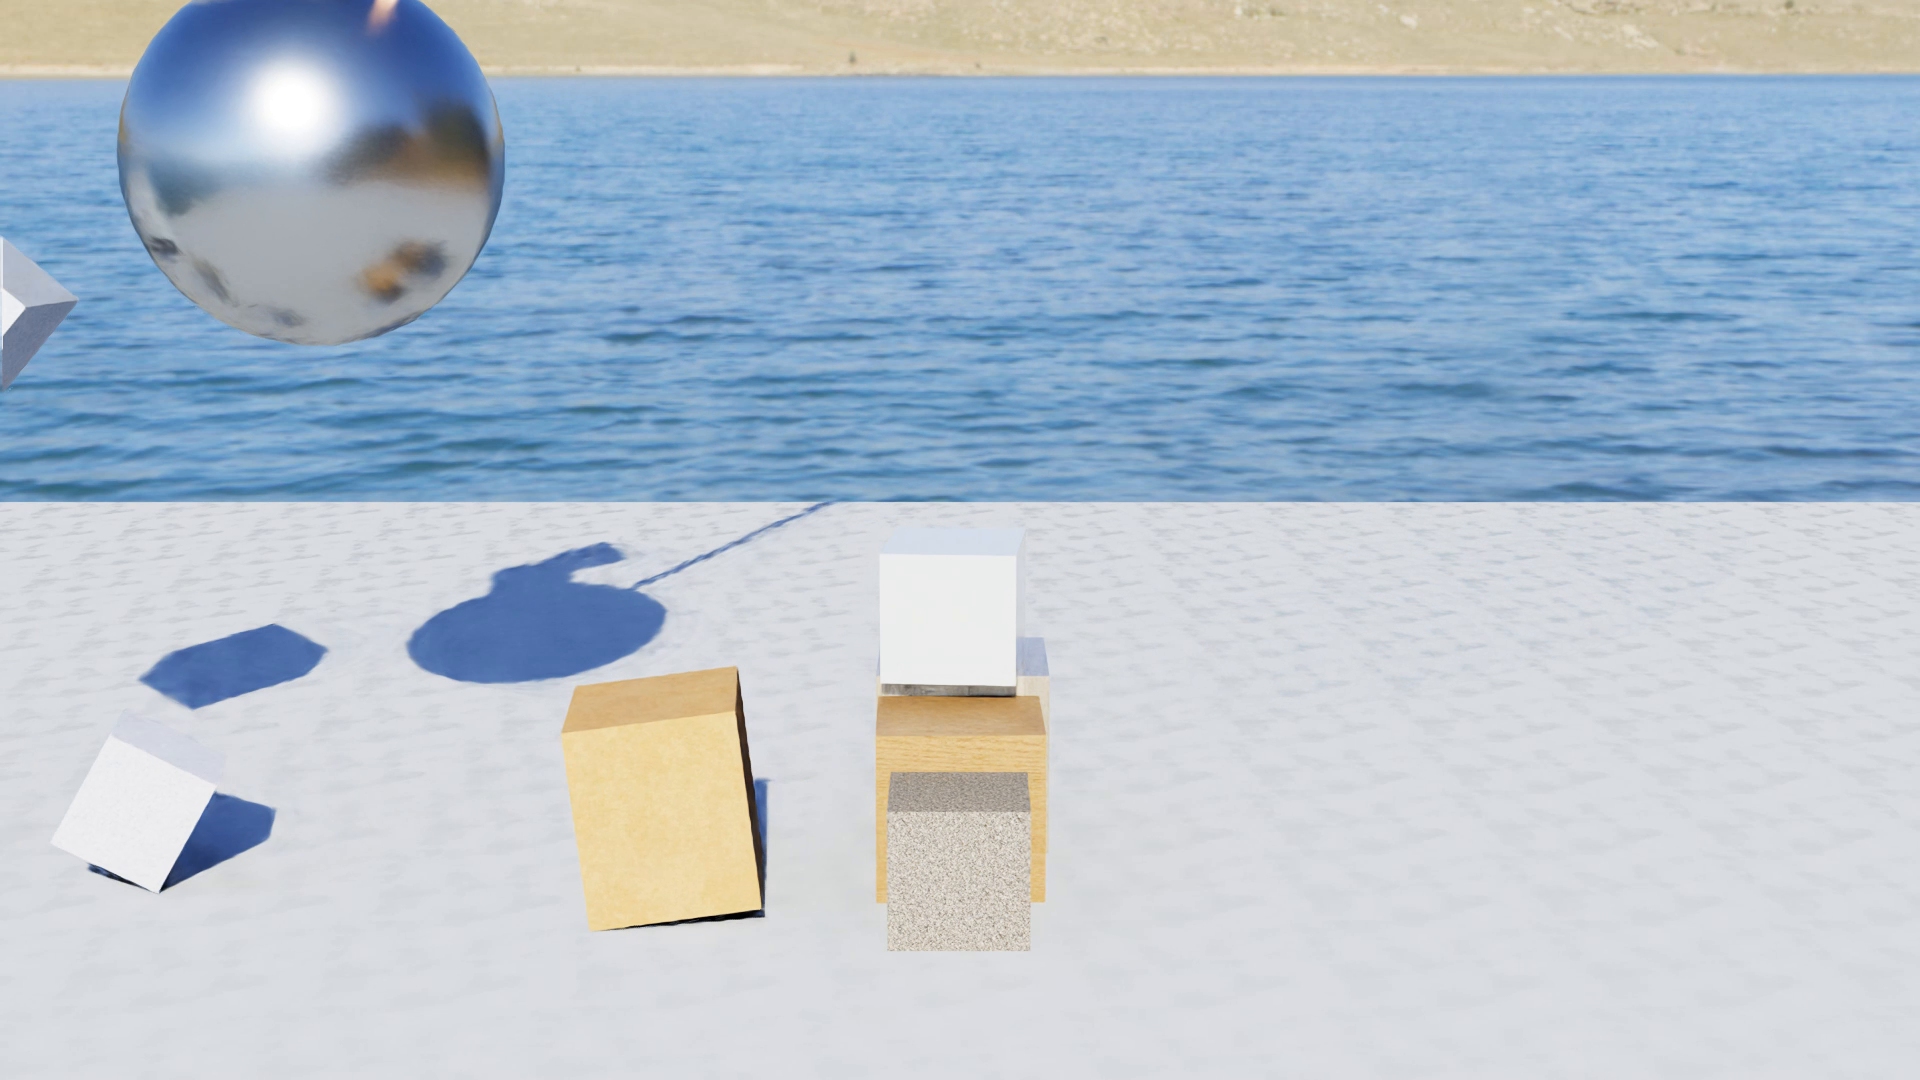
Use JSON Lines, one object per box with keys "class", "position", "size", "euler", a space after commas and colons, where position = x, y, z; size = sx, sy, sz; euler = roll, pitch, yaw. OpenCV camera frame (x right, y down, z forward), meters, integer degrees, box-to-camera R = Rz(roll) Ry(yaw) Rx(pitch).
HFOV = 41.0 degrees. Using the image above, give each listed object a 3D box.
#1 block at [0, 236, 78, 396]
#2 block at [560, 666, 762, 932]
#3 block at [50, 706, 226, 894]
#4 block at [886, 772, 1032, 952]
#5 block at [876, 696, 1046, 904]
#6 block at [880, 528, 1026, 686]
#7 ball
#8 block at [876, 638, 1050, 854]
{"class": "block", "position": [-4.400, -0.997, 11.035], "size": [0.724, 0.677, 0.769], "euler": [40, 4, -7]}
{"class": "block", "position": [-1.258, 1.089, 10.977], "size": [0.716, 0.854, 0.824], "euler": [-7, 11, -3]}
{"class": "block", "position": [-3.607, 1.139, 11.297], "size": [0.497, 0.538, 0.516], "euler": [29, 3, -14]}
{"class": "block", "position": [-0.004, 1.325, 10.640], "size": [0.580, 0.586, 0.597], "euler": [0, 10, 0]}
{"class": "block", "position": [-0.001, 1.130, 11.284], "size": [0.725, 0.740, 0.706], "euler": [0, 10, -1]}
{"class": "block", "position": [-0.024, 0.294, 11.675], "size": [0.603, 0.586, 0.677], "euler": [1, 10, 5]}
{"class": "ball", "position": [-2.739, -1.624, 10.885], "size": [1.600, 1.600, 1.600], "euler": [0, 10, 0]}
{"class": "block", "position": [0.012, 0.949, 12.027], "size": [0.783, 0.830, 0.811], "euler": [0, 10, 0]}
